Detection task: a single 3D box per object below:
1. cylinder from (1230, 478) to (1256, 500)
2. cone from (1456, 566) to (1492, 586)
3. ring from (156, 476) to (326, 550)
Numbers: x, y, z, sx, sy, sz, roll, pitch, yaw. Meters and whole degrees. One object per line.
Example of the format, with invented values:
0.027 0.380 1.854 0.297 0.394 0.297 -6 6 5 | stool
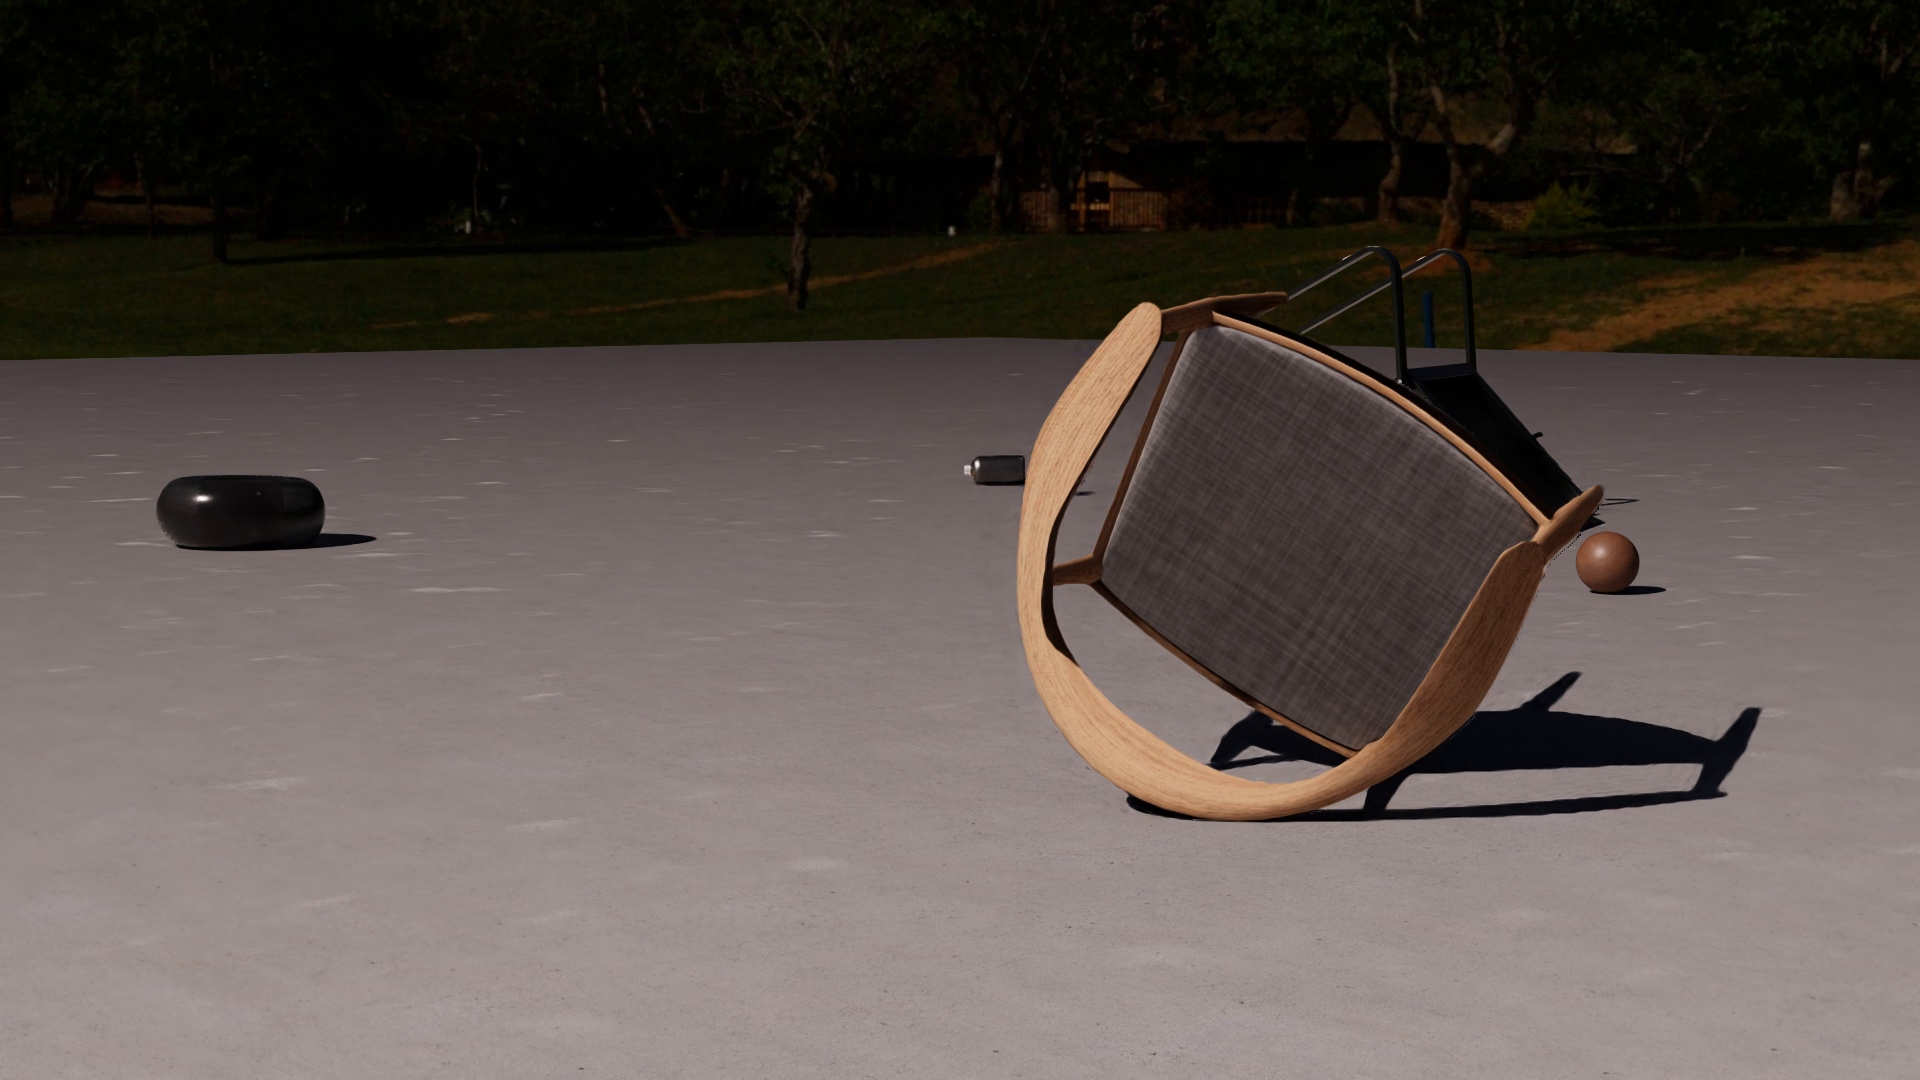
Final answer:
0.837 -0.152 7.595 0.075 0.060 0.045 -1 7 4 | cylinder
1.105 0.086 5.474 0.074 0.042 0.073 24 11 27 | cone
-1.764 -0.070 6.298 0.402 0.165 0.387 0 5 -10 | ring
